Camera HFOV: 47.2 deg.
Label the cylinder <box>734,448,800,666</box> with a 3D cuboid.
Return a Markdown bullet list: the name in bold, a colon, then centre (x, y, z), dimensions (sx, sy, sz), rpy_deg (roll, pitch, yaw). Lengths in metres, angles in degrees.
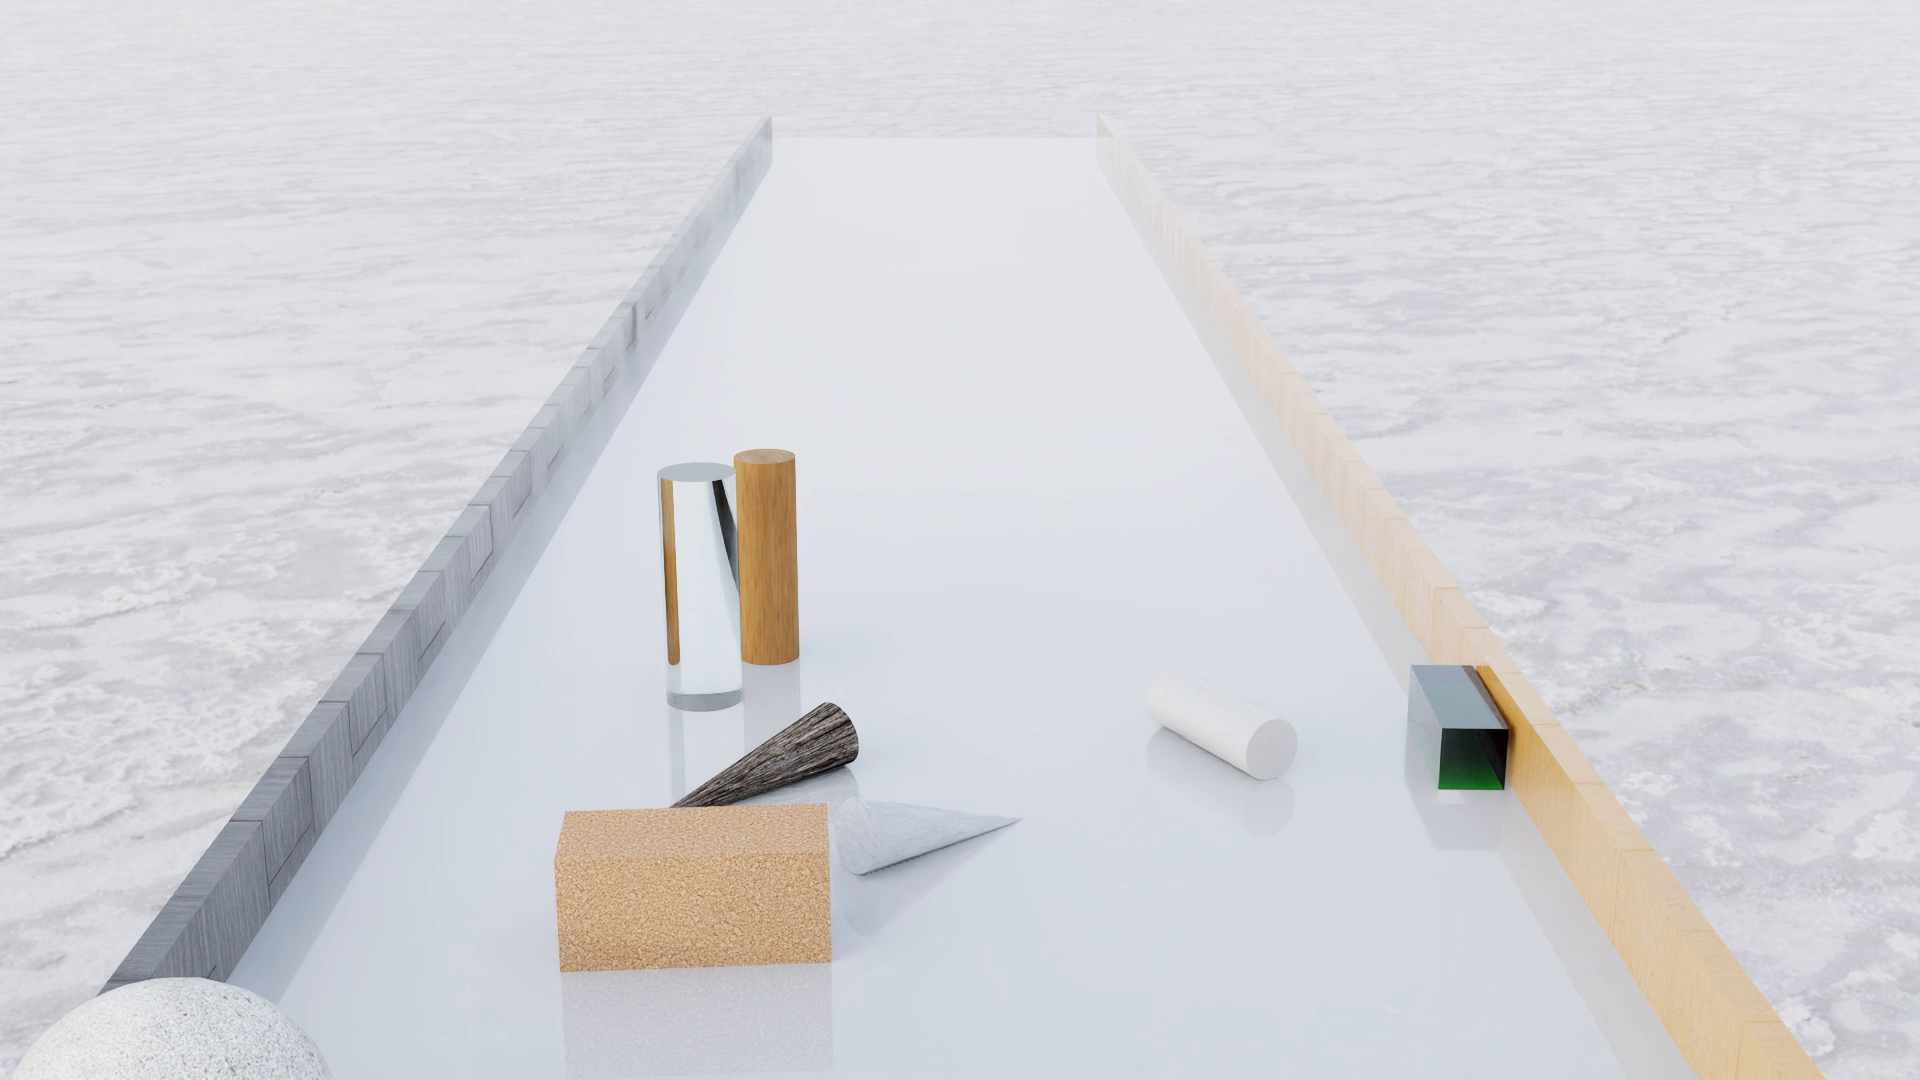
- **cylinder**: centre (-0.385, 0.034, 4.383), dimensions (0.121, 0.415, 0.121), rpy_deg (0, 17, 0)

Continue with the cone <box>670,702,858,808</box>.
- **cone**: centre (-0.382, 0.413, 3.737), dimensions (0.458, 0.116, 0.116), rpy_deg (-24, 28, -38)

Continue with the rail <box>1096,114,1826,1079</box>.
- **rail**: centre (0.932, -0.844, 7.801), dimensions (0.050, 0.150, 12.000), rpy_deg (0, 17, -1)

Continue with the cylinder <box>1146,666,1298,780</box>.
- **cylinder**: centre (0.465, 0.325, 3.936), dimensions (0.112, 0.112, 0.304), rpy_deg (-9, 19, -28)

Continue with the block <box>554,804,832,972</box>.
- **block**: centre (-0.385, 0.506, 3.219), dimensions (0.388, 0.174, 0.174), rpy_deg (-1, 17, -4)

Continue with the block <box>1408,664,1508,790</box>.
- **block**: centre (0.883, 0.330, 3.917), dimensions (0.113, 0.113, 0.319), rpy_deg (0, 17, 2)

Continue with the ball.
- **ball**: centre (-0.854, 0.658, 2.374), dimensions (0.366, 0.366, 0.366), rpy_deg (0, 17, 0)

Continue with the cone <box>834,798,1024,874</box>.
- **cone**: centre (-0.028, 0.465, 3.560), dimensions (0.343, 0.120, 0.120), rpy_deg (0, 13, -38)

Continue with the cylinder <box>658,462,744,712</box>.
- **cylinder**: centre (-0.488, 0.088, 4.145), dimensions (0.146, 0.448, 0.146), rpy_deg (0, 17, 0)

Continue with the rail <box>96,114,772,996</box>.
- **rail**: centre (-1.118, -0.838, 7.780), dimensions (0.050, 0.150, 12.000), rpy_deg (0, 17, -1)
